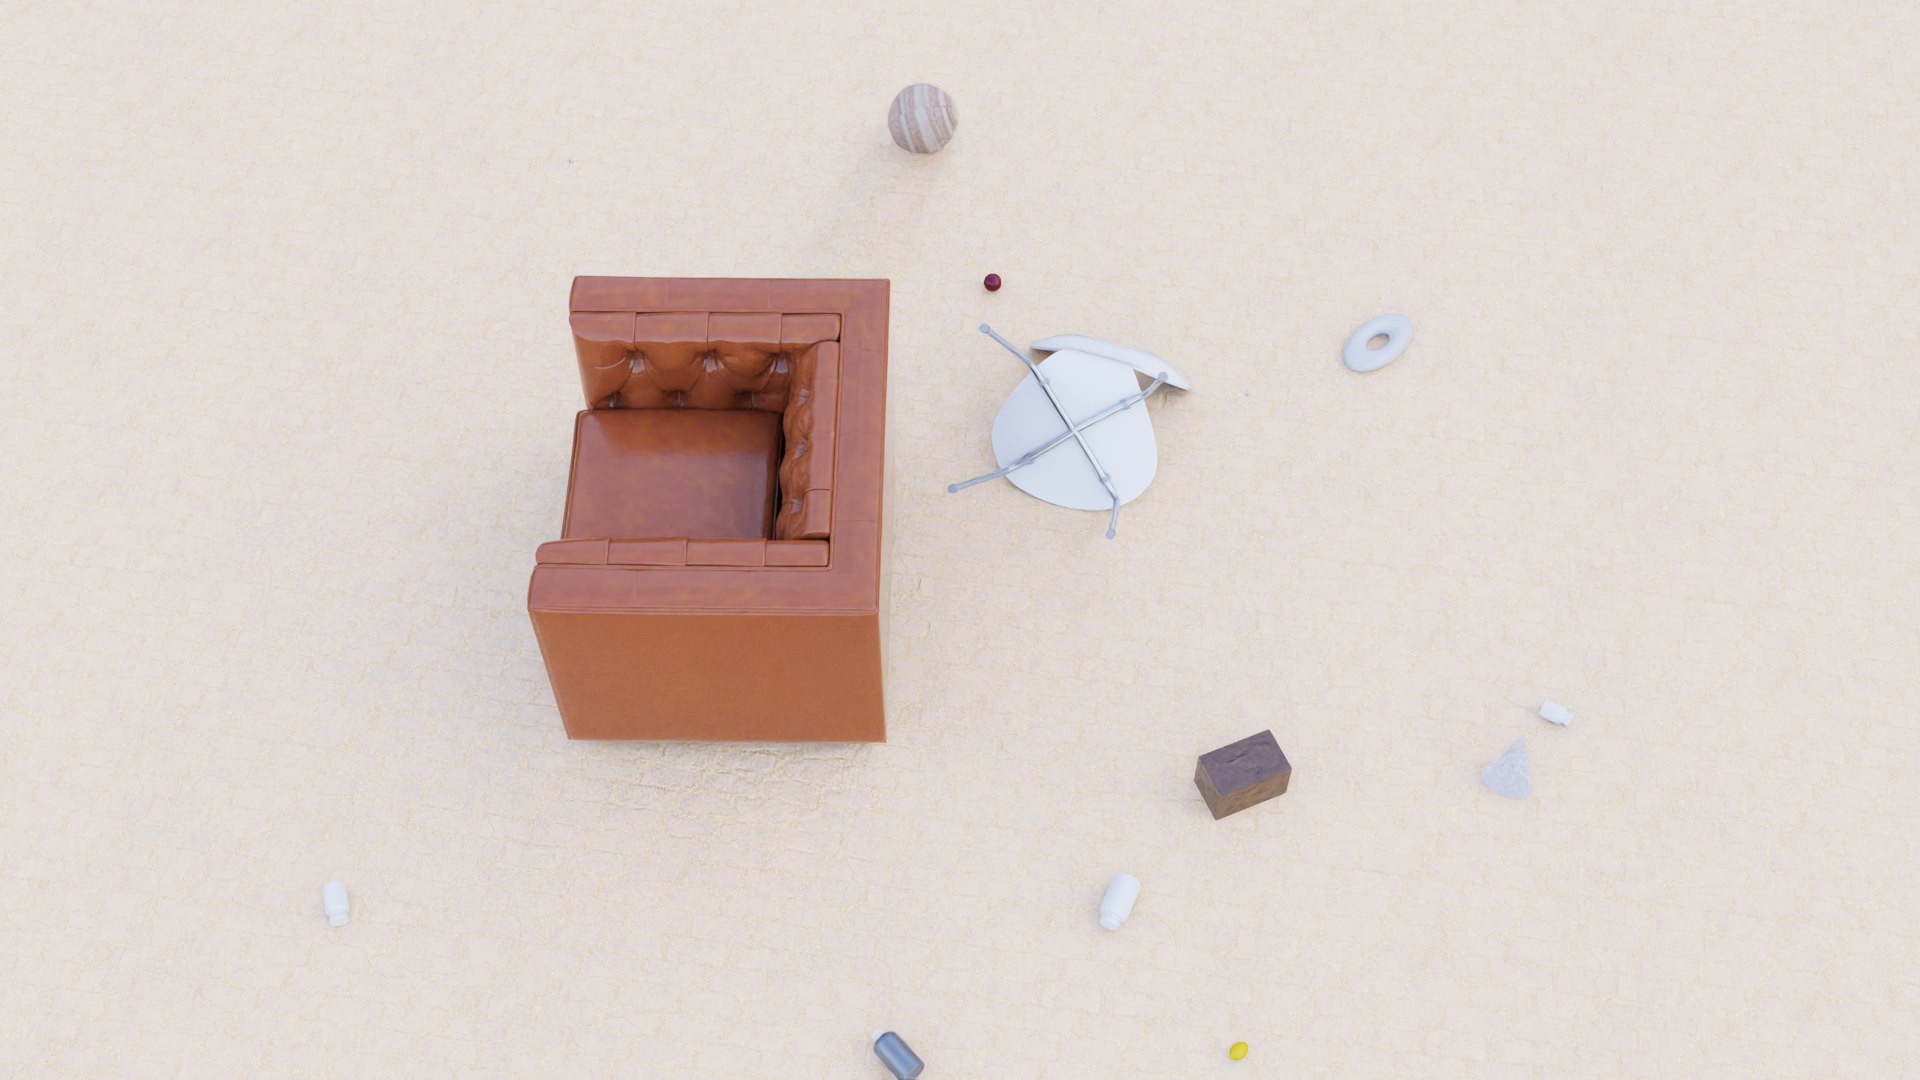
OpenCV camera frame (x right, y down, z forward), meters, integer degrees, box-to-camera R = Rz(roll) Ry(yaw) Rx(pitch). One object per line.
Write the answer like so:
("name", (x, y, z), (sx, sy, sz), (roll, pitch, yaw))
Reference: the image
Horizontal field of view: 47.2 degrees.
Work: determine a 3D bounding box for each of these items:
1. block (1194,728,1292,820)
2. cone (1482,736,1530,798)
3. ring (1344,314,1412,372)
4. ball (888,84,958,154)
("block", (0.778, 0.646, 6.054), (0.218, 0.143, 0.135), (-20, 58, -13))
("cone", (1.549, 0.609, 6.135), (0.140, 0.104, 0.201), (26, 45, 11))
("ring", (1.324, -0.627, 6.965), (0.283, 0.050, 0.161), (-39, 63, -22))
("ball", (-0.126, -1.412, 7.380), (0.234, 0.234, 0.234), (0, 56, 0))
